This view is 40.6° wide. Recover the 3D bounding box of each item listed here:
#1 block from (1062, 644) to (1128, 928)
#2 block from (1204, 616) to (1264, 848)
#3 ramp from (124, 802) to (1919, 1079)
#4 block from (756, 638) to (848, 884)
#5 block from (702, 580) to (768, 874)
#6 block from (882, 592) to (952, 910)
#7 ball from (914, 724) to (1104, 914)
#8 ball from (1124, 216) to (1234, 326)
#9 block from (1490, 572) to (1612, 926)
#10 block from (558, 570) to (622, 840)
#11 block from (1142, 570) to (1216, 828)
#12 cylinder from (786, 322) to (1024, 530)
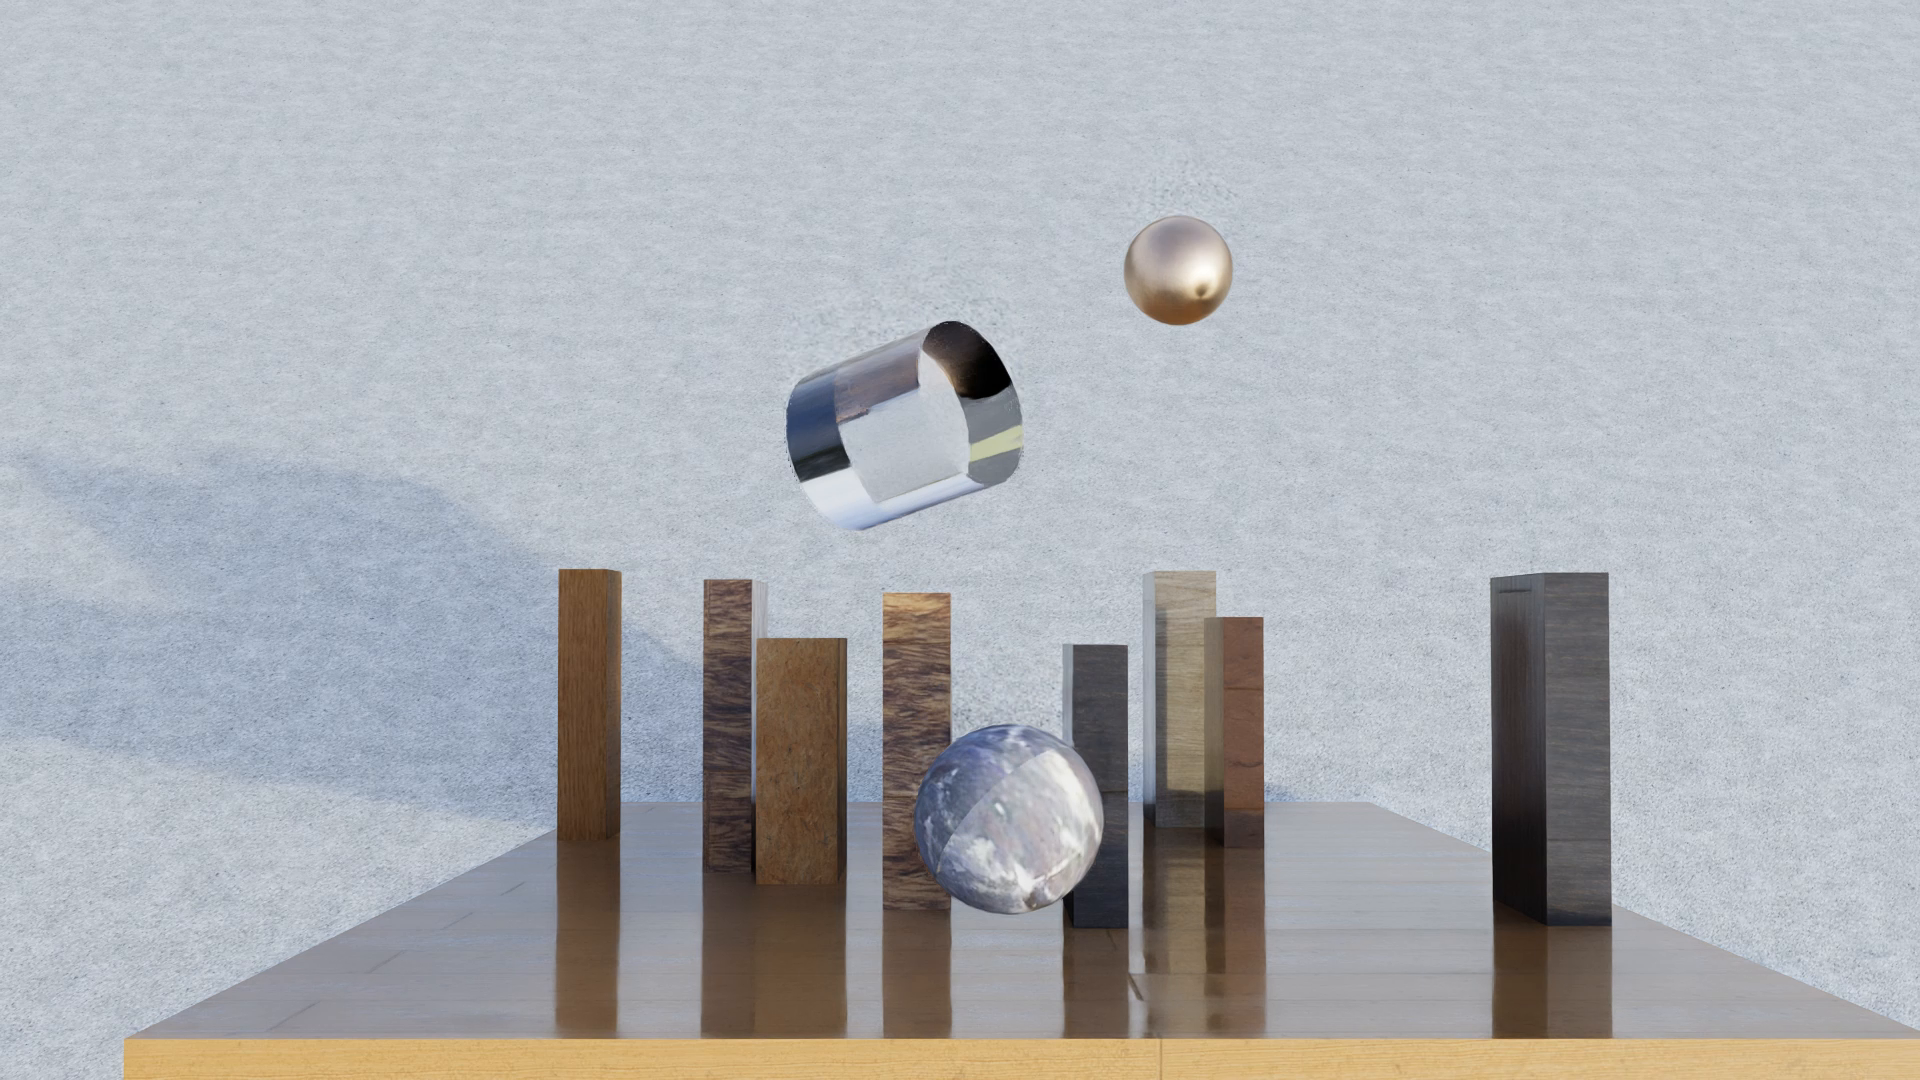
[{"bbox_3d":[0.213,0.380,4.142,0.083,0.429,0.410,0,-2,0],"label":"block"},{"bbox_3d":[0.591,0.407,5.627,0.084,0.479,0.433,0,-2,0],"label":"block"},{"bbox_3d":[0.078,0.670,4.860,2.000,0.100,4.000,0,-2,0],"label":"ramp"},{"bbox_3d":[-0.291,0.401,4.832,0.144,0.437,0.409,0,-2,0],"label":"block"},{"bbox_3d":[-0.434,0.353,5.042,0.090,0.546,0.404,0,-2,0],"label":"block"},{"bbox_3d":[-0.070,0.347,4.384,0.110,0.512,0.351,0,-2,0],"label":"block"},{"bbox_3d":[0.050,0.287,2.673,0.195,0.195,0.195,0,36,0],"label":"ball"},{"bbox_3d":[0.262,-0.323,3.112,0.131,0.131,0.131,0,36,0],"label":"ball"},{"bbox_3d":[0.944,0.326,4.173,0.099,0.539,0.408,0,-2,0],"label":"block"},{"bbox_3d":[-0.815,0.359,5.724,0.105,0.584,0.240,0,-2,0],"label":"block"},{"bbox_3d":[0.519,0.372,6.177,0.141,0.589,0.411,0,-2,0],"label":"block"},{"bbox_3d":[-0.064,-0.131,3.014,0.196,0.196,0.196,-18,24,34],"label":"cylinder"}]
